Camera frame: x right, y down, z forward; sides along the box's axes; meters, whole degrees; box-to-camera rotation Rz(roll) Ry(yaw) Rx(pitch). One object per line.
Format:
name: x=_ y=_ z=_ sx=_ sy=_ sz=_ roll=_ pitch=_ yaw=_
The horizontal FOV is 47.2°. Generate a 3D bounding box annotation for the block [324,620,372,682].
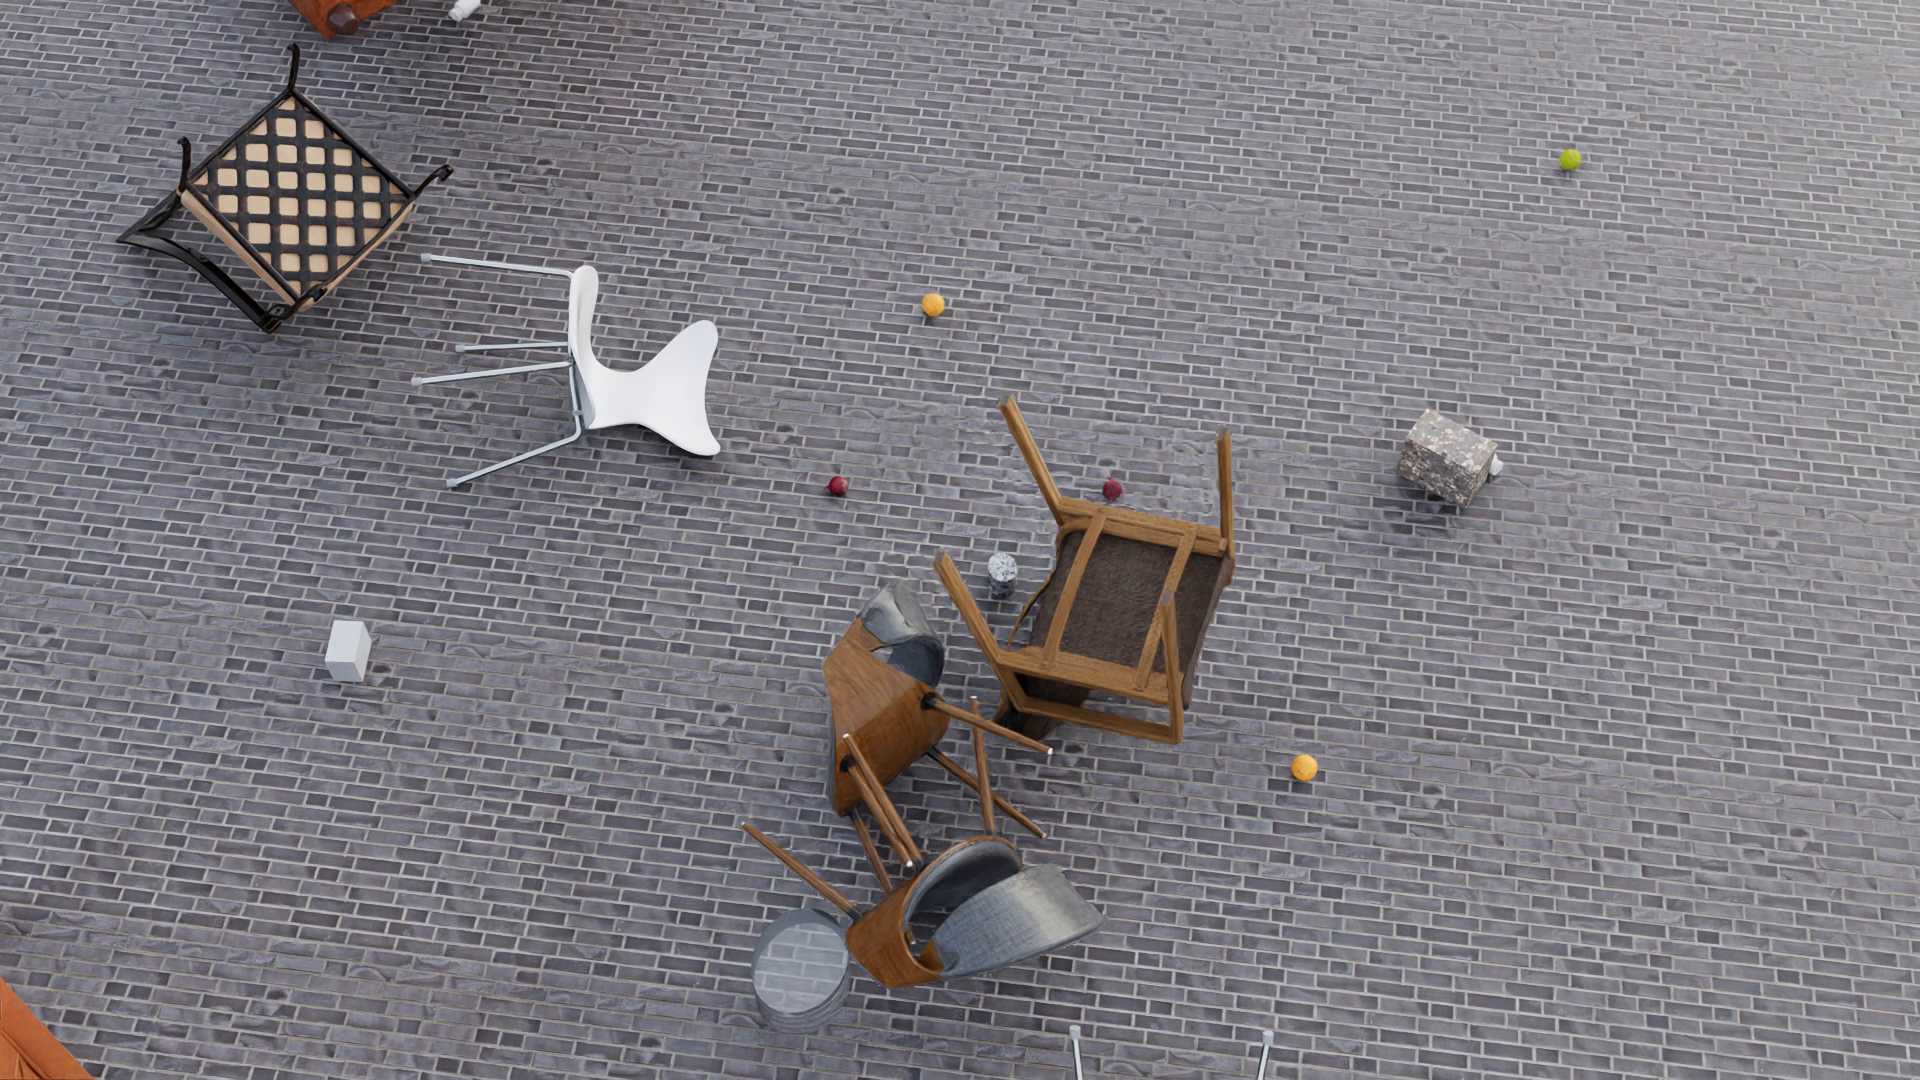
block: x=-1.750 y=0.318 z=6.293 sx=0.084 sy=0.111 sz=0.135 roll=2 pitch=56 yaw=1

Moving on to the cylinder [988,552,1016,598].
cylinder: x=0.124 y=0.103 z=6.453 sx=0.083 sy=0.087 sz=0.101 roll=-13 pitch=57 yaw=-8

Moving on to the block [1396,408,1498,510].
block: x=1.466 y=-0.245 z=6.628 sx=0.238 sy=0.183 sz=0.133 roll=30 pitch=61 yaw=19

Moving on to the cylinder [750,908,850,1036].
cylinder: x=-0.412 y=1.124 z=5.724 sx=0.244 sy=0.159 sz=0.294 roll=16 pitch=58 yaw=11
